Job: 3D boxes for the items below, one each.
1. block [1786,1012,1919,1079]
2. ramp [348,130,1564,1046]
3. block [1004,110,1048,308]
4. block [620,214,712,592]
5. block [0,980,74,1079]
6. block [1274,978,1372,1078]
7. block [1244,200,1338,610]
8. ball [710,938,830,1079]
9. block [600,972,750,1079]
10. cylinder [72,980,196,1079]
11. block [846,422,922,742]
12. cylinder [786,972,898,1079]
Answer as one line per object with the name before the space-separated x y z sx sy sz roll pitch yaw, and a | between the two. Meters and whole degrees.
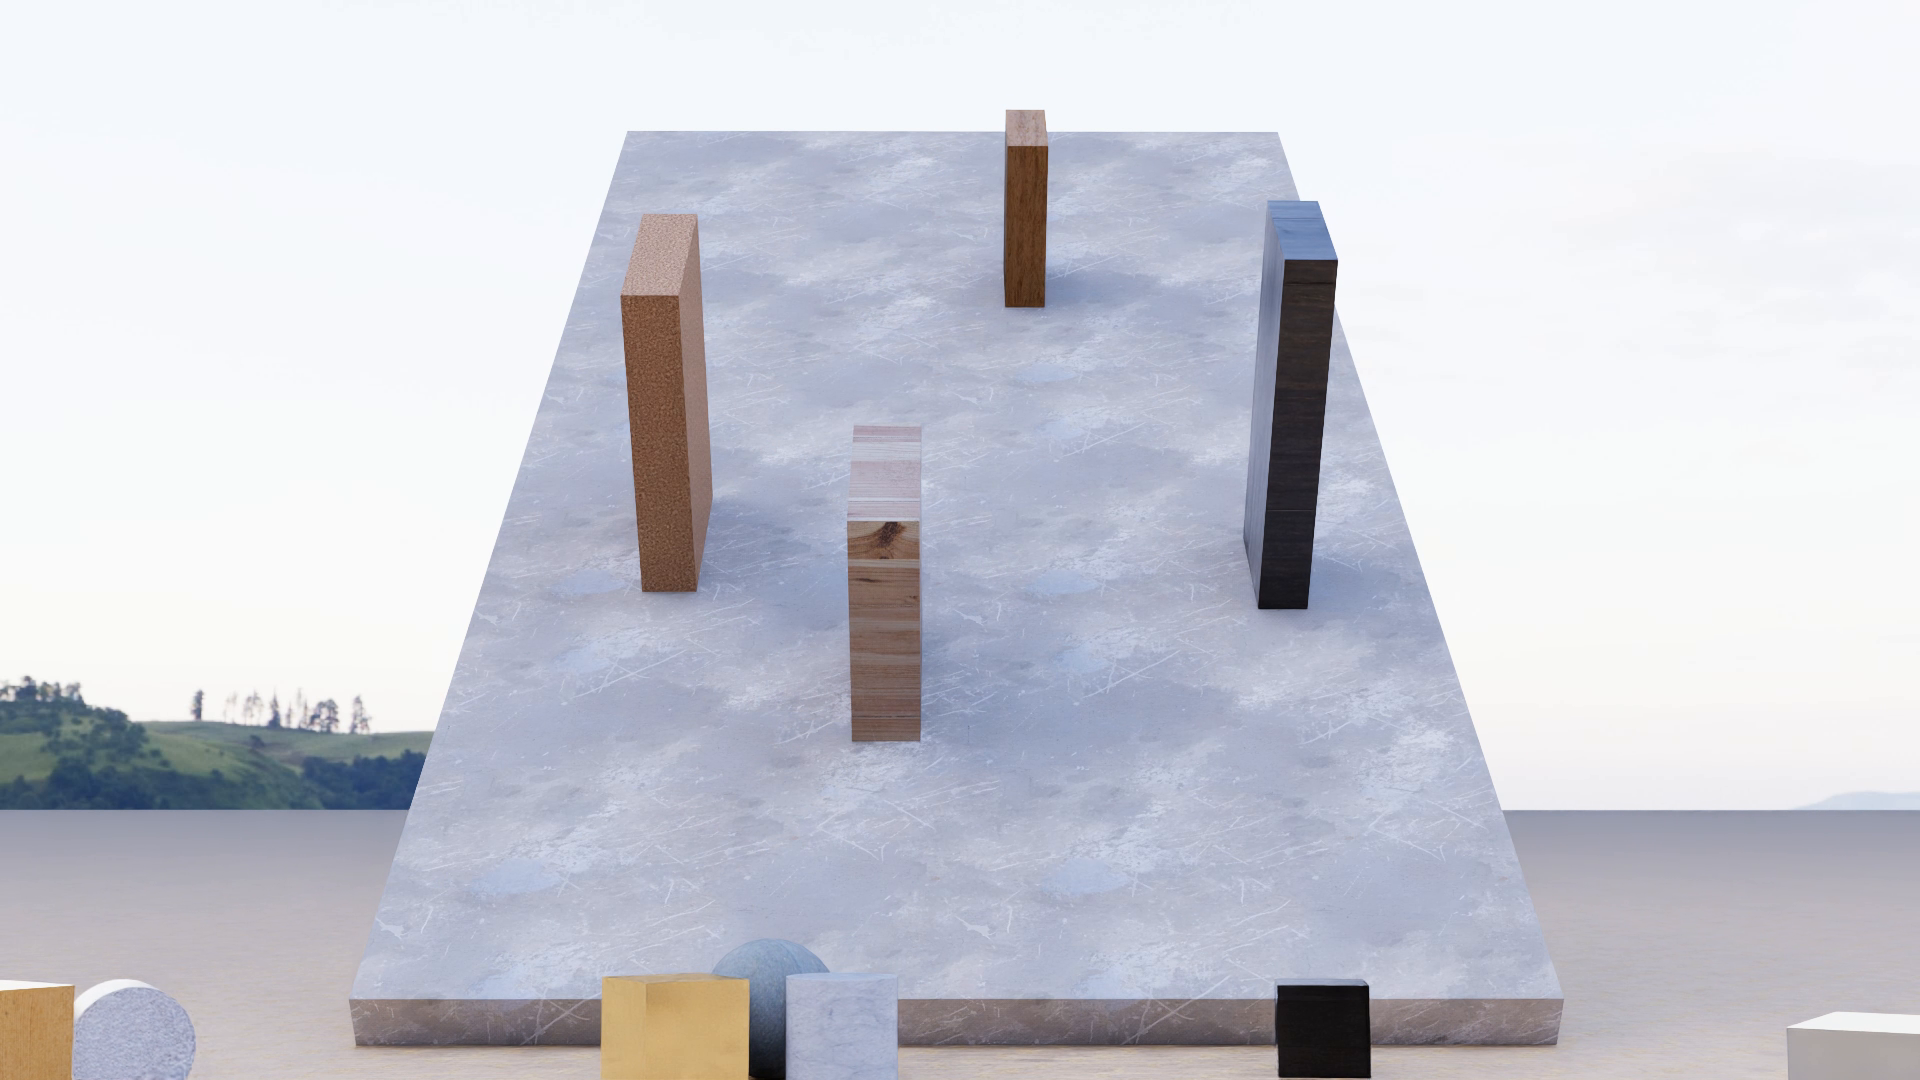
block | 0.889 0.546 2.225 0.197 0.197 0.197 -4 -7 32
ramp | -0.013 -0.208 5.733 2.000 0.100 4.000 0 30 0
block | 0.170 -0.867 6.325 0.103 0.446 0.265 0 30 0
block | -0.611 -0.290 5.093 0.114 0.681 0.413 0 30 0
block | -1.266 0.658 3.114 0.165 0.165 0.165 -4 -8 34
block | 0.540 0.729 3.615 0.134 0.134 0.134 -1 -6 6
block | 0.672 -0.271 4.963 0.103 0.789 0.297 0 30 0
ball | -0.278 0.686 3.546 0.203 0.203 0.203 0 -6 0
block | -0.401 0.694 3.400 0.156 0.156 0.156 4 -7 -31
cylinder | -1.119 0.675 3.246 0.160 0.160 0.160 3 -7 -25
block | -0.141 0.078 4.661 0.131 0.484 0.387 0 30 0
cylinder | -0.166 0.694 3.403 0.158 0.158 0.158 0 -6 0
